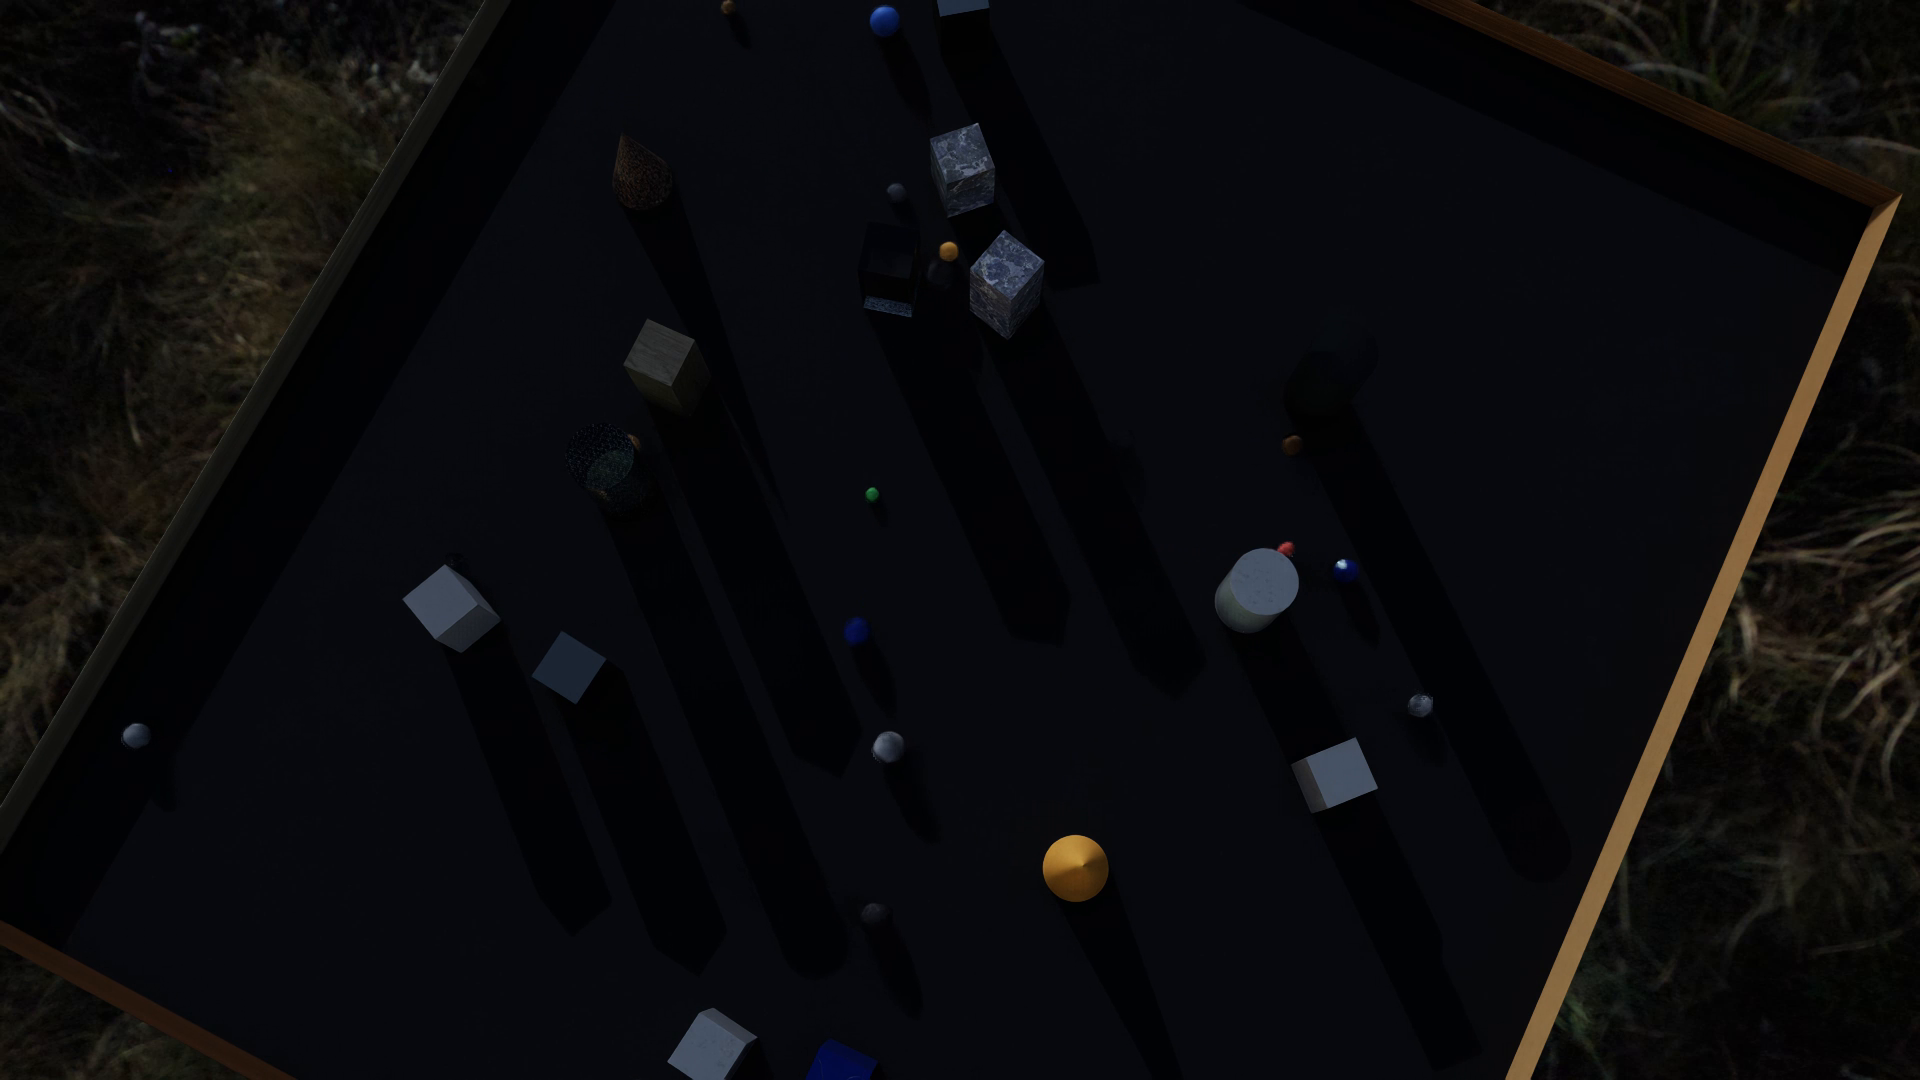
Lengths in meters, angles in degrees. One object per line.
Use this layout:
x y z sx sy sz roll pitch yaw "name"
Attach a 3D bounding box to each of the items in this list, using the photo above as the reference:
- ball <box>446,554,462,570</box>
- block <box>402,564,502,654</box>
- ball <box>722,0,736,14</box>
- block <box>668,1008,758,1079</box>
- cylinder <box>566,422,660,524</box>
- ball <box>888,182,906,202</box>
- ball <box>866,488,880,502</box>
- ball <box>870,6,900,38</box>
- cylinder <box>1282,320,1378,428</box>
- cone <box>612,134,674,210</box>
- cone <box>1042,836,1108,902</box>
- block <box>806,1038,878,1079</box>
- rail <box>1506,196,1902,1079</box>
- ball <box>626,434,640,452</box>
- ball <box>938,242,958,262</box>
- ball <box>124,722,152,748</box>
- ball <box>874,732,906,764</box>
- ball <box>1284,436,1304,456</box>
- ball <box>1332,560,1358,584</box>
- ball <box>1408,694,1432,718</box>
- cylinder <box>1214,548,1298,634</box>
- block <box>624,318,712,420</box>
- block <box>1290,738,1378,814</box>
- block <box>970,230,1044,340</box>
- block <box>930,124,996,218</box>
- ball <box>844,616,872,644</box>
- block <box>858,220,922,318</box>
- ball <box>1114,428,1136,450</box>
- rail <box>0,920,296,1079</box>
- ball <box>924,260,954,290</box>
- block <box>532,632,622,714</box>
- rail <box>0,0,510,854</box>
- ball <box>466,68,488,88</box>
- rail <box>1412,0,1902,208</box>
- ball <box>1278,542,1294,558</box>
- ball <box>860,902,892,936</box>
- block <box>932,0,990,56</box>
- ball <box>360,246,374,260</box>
-1.539 0.068 5.578 0.047 0.047 0.047 0 78 0 "ball"
-1.501 0.207 5.430 0.156 0.282 0.156 -40 81 -8 "block"
-0.749 -1.729 5.951 0.046 0.046 0.046 0 78 0 "ball"
-0.694 1.437 5.170 0.156 0.292 0.156 32 80 6 "block"
-1.023 -0.192 5.423 0.195 0.456 0.195 0 78 0 "cylinder"
-0.200 -1.105 5.815 0.059 0.059 0.059 0 78 0 "ball"
-0.269 -0.140 5.624 0.042 0.042 0.042 0 78 0 "ball"
-0.242 -1.672 5.913 0.097 0.097 0.097 0 78 0 "ball"
1.103 -0.490 5.480 0.195 0.465 0.195 0 78 0 "cylinder"
-1.014 -1.184 5.670 0.195 0.375 0.195 0 78 0 "cone"
0.342 0.936 5.250 0.195 0.339 0.195 0 78 0 "cone"
-0.339 1.508 5.110 0.156 0.380 0.156 24 79 5 "block"
1.892 0.933 5.358 0.045 0.127 4.586 26 80 5 "rail"
-1.020 -0.288 5.638 0.075 0.075 0.075 0 78 0 "ball"
-0.036 -0.907 5.772 0.062 0.062 0.062 0 78 0 "ball"
-2.450 0.583 5.457 0.076 0.076 0.076 0 78 0 "ball"
-0.209 0.615 5.441 0.095 0.095 0.095 0 78 0 "ball"
1.030 -0.292 5.646 0.062 0.062 0.062 0 78 0 "ball"
1.168 0.096 5.559 0.074 0.074 0.074 0 78 0 "ball"
1.375 0.495 5.479 0.069 0.069 0.069 0 78 0 "ball"
0.872 0.154 5.410 0.195 0.341 0.195 0 78 0 "cylinder"
-0.879 -0.510 5.533 0.156 0.371 0.156 24 79 5 "block"
1.089 0.689 5.347 0.156 0.249 0.156 -21 79 -4 "block"
0.140 -0.772 5.582 0.156 0.381 0.156 39 81 7 "block"
0.007 -1.150 5.714 0.156 0.275 0.156 -19 79 -4 "block"
-0.310 0.273 5.517 0.084 0.084 0.084 0 78 0 "ball"
-0.212 -0.825 5.608 0.156 0.351 0.156 11 79 2 "block"
0.508 -0.312 5.648 0.065 0.065 0.065 0 78 0 "ball"
-1.015 1.994 5.138 4.278 0.127 0.045 26 80 5 "rail"
-0.067 -0.830 5.738 0.098 0.098 0.098 0 78 0 "ball"
-1.126 0.393 5.403 0.156 0.258 0.156 31 80 6 "block"
-1.892 -0.920 5.741 0.045 0.127 4.586 26 80 5 "rail"
-1.552 -1.485 5.891 0.065 0.065 0.065 0 78 0 "ball"
1.015 -1.981 5.961 4.278 0.127 0.045 26 80 5 "rail"
0.992 0.030 5.586 0.047 0.047 0.047 0 78 0 "ball"
-0.246 1.106 5.338 0.097 0.097 0.097 0 78 0 "ball"
0.001 -1.684 5.828 0.156 0.269 0.156 -11 79 -2 "block"
-1.872 -0.908 5.783 0.042 0.042 0.042 0 78 0 "ball"
